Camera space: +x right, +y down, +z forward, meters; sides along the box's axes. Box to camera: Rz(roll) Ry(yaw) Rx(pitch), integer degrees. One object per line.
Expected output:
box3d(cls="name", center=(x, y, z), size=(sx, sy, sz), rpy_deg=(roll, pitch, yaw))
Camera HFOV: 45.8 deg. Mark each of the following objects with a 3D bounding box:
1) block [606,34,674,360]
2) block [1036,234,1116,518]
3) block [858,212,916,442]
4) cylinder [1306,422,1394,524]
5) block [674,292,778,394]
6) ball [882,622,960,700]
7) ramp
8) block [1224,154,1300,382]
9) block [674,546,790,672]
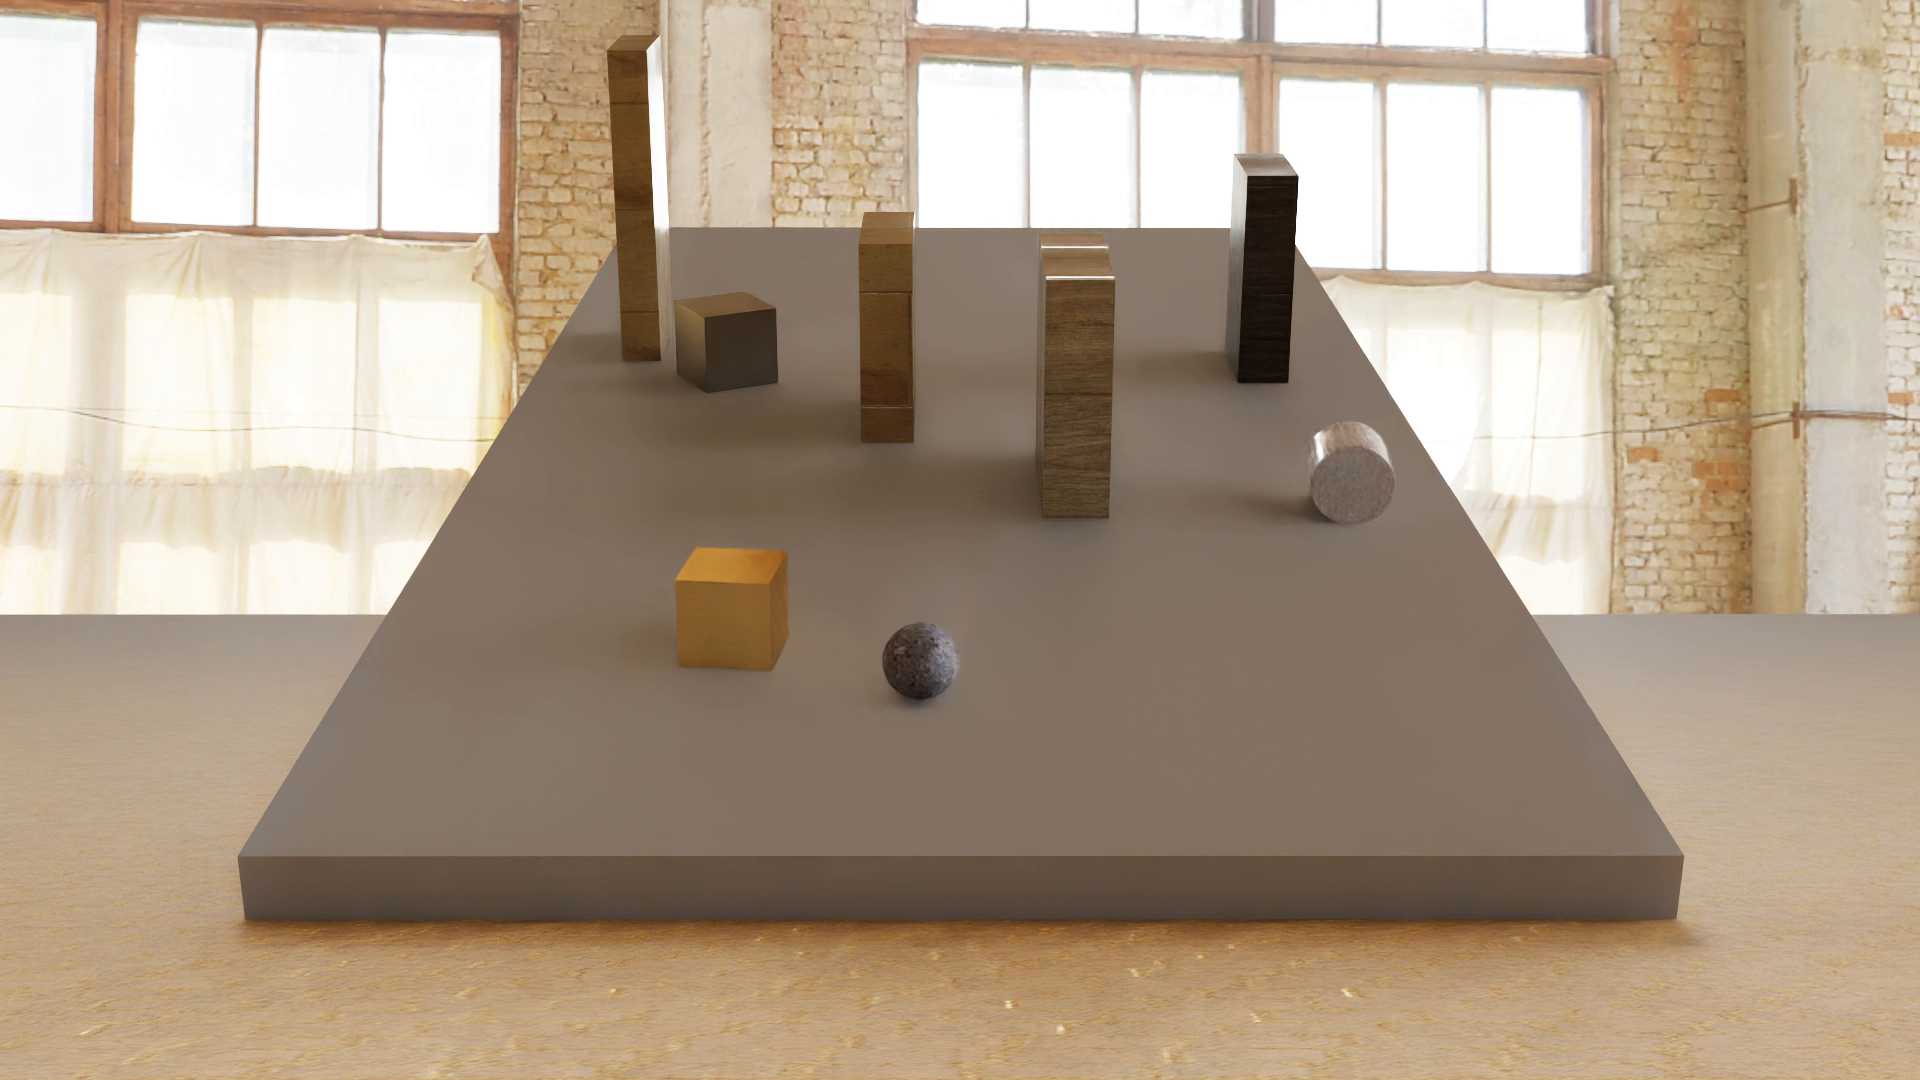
box3d(cls="block", center=(-0.769, -0.826, 5.483), size=(0.092, 0.741, 0.258), rpy_deg=(0, 20, 0))
box3d(cls="block", center=(0.226, -0.333, 4.536), size=(0.130, 0.477, 0.395), rpy_deg=(0, 20, 0))
box3d(cls="block", center=(-0.156, -0.469, 4.962), size=(0.112, 0.434, 0.320), rpy_deg=(0, 20, 0))
box3d(cls="cylinder", center=(0.764, -0.132, 4.451), size=(0.160, 0.160, 0.160), rpy_deg=(0, 20, 6))
box3d(cls="block", center=(-0.548, -0.465, 5.317), size=(0.180, 0.180, 0.180), rpy_deg=(-11, 23, -27))
box3d(cls="ball", center=(-0.063, 0.193, 3.621), size=(0.123, 0.123, 0.123), rpy_deg=(0, -2, 0))
box3d(cls="ramp", center=(-0.005, -0.209, 5.031), size=(2.000, 0.100, 4.000), rpy_deg=(0, 20, 0))
box3d(cls="block", center=(0.710, -0.644, 5.364), size=(0.118, 0.489, 0.272), rpy_deg=(0, 20, 0))
box3d(cls="block", center=(-0.377, 0.115, 3.783), size=(0.156, 0.156, 0.156), rpy_deg=(2, 20, 6))
